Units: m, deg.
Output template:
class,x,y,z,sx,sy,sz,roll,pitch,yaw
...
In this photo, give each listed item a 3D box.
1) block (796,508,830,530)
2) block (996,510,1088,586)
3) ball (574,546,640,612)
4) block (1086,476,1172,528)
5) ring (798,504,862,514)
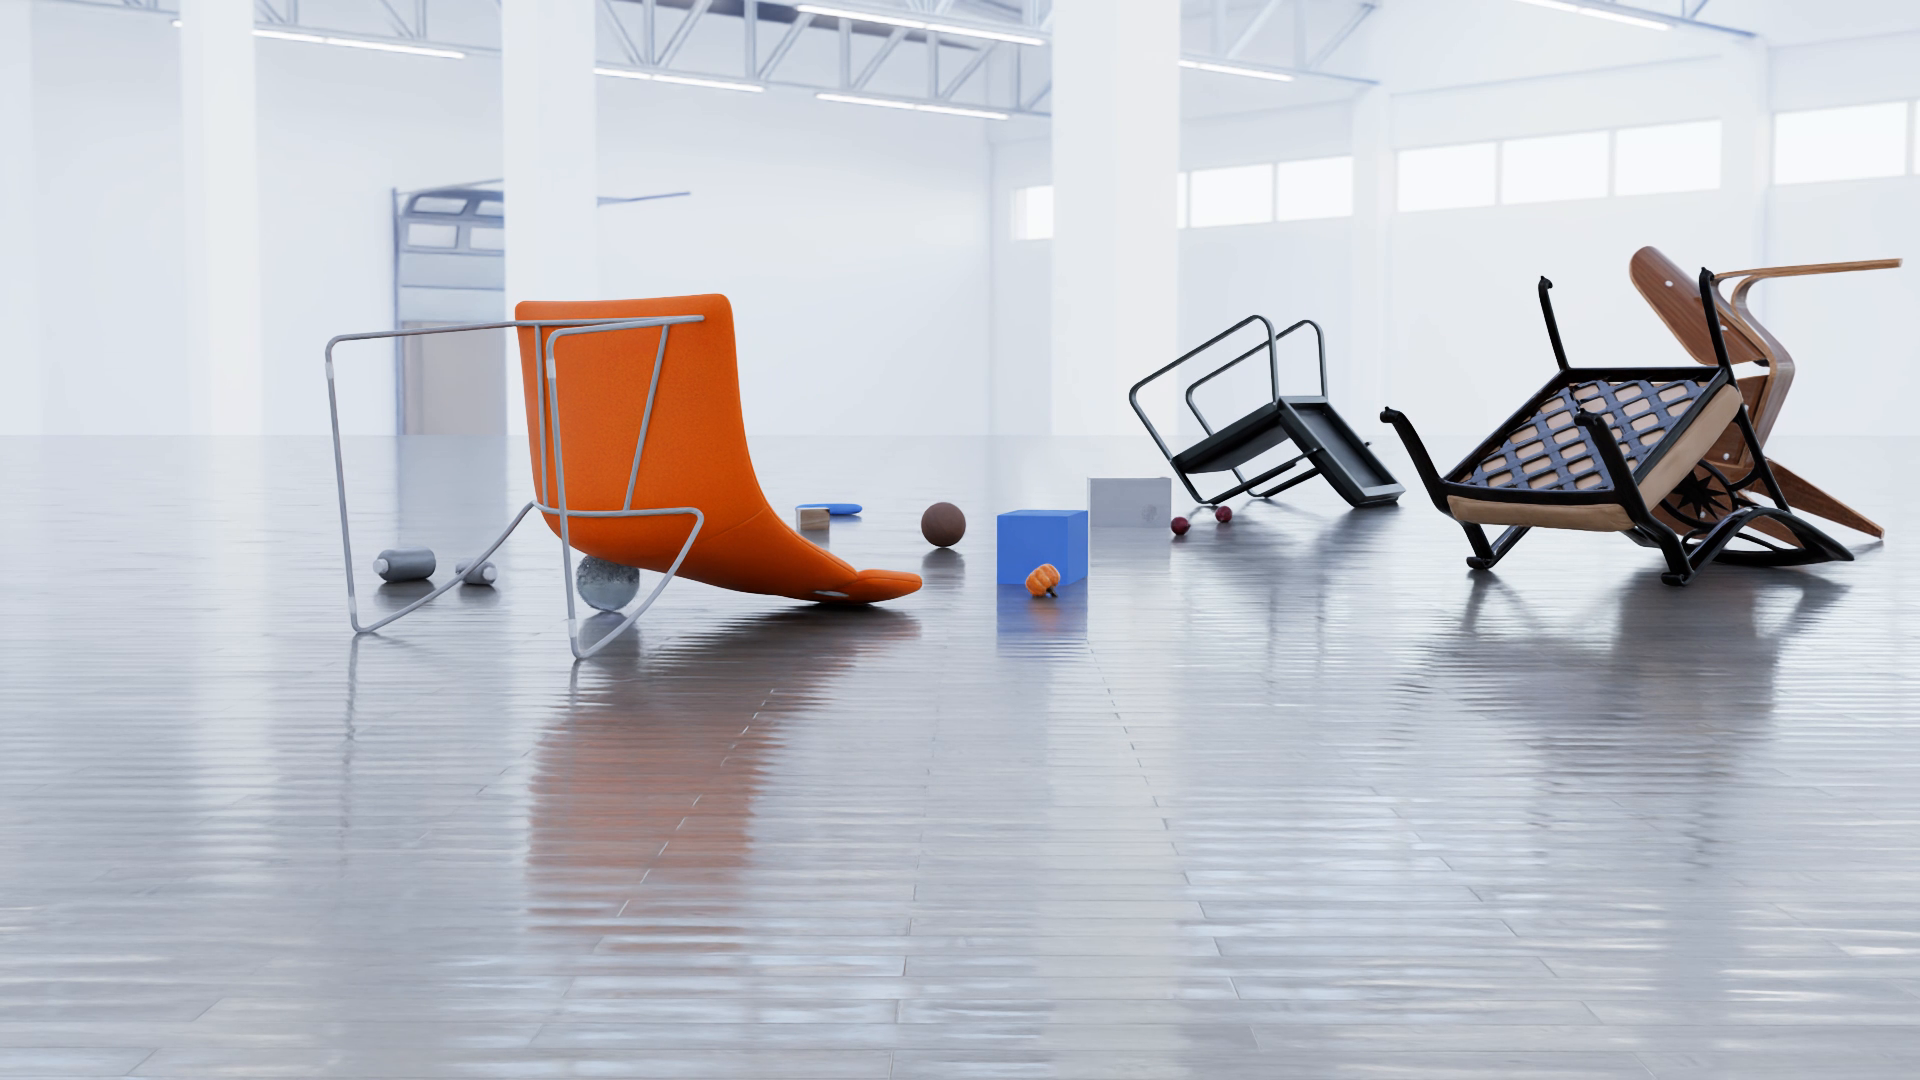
class,x,y,z,sx,sy,sz,roll,pitch,yaw
block,-0.473,-0.069,7.066,0.095,0.066,0.075,-1,4,-15
block,0.197,0.014,5.181,0.166,0.158,0.265,1,4,13
ball,-0.712,0.079,4.442,0.131,0.131,0.131,0,4,0
block,0.552,-0.125,7.194,0.265,0.161,0.114,0,4,-3
ring,-0.470,-0.111,7.878,0.242,0.039,0.086,-1,2,-1
